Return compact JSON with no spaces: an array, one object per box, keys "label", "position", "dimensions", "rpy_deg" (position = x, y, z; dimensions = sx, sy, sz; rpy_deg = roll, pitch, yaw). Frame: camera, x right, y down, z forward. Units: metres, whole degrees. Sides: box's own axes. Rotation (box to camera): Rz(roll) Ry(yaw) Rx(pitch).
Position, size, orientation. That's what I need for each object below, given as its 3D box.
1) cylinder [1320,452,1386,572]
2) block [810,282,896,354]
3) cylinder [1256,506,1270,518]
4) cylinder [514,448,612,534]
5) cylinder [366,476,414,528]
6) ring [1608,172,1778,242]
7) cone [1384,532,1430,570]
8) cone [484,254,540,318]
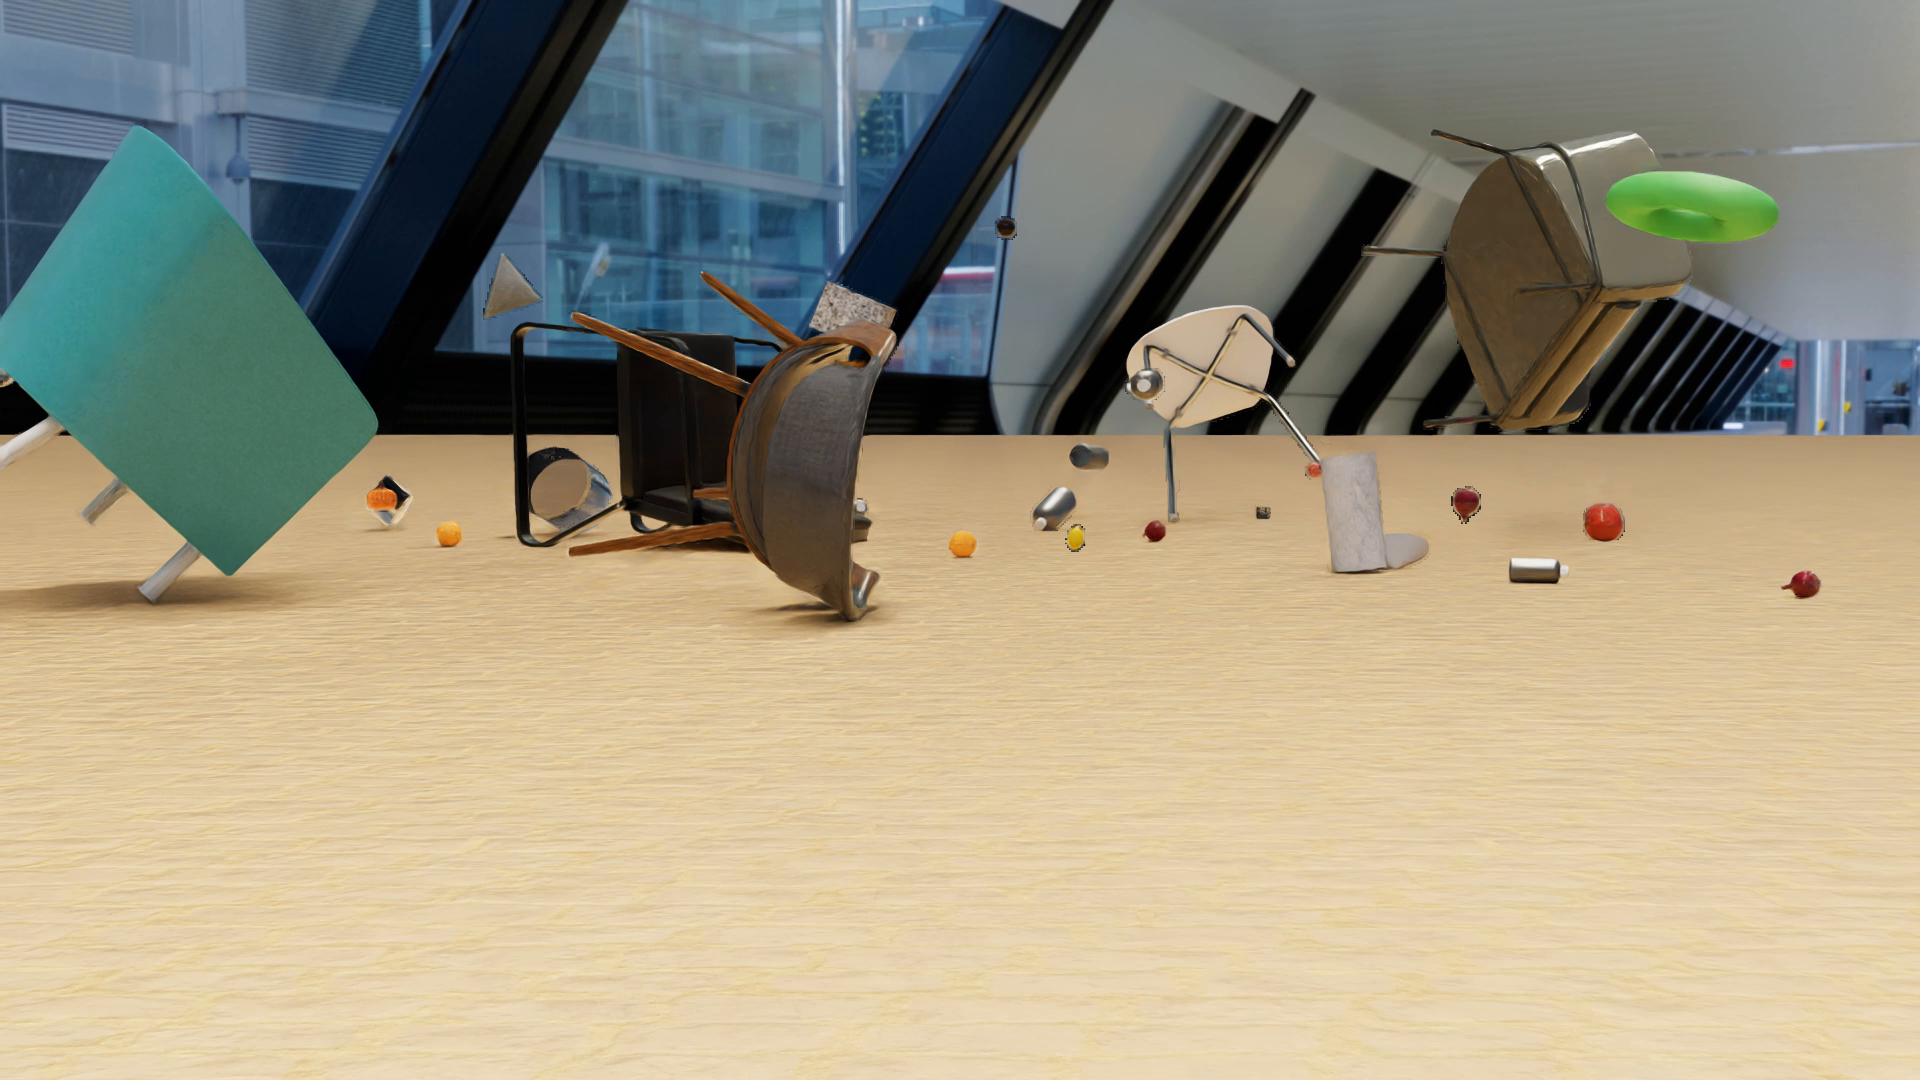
[{"label":"cylinder","position":[0.964,-0.069,5.387],"dimensions":[0.132,0.282,0.128],"rpy_deg":[-6,1,10]},{"label":"block","position":[-0.347,-0.723,7.163],"dimensions":[0.221,0.158,0.117],"rpy_deg":[24,5,11]},{"label":"cylinder","position":[1.049,-0.094,7.610],"dimensions":[0.040,0.043,0.044],"rpy_deg":[1,13,20]},{"label":"cylinder","position":[-1.219,-0.151,6.766],"dimensions":[0.240,0.221,0.196],"rpy_deg":[7,-13,16]},{"label":"cylinder","position":[-1.823,-0.121,7.032],"dimensions":[0.097,0.099,0.193],"rpy_deg":[-50,1,-37]},{"label":"ring","position":[1.867,-0.852,5.619],"dimensions":[0.455,0.105,0.208],"rpy_deg":[14,-21,39]},{"label":"cone","position":[1.089,0.049,5.497],"dimensions":[0.168,0.114,0.074],"rpy_deg":[-5,41,14]},{"label":"cone","position":[-1.045,-0.584,5.189],"dimensions":[0.115,0.171,0.098],"rpy_deg":[16,-21,-15]}]
